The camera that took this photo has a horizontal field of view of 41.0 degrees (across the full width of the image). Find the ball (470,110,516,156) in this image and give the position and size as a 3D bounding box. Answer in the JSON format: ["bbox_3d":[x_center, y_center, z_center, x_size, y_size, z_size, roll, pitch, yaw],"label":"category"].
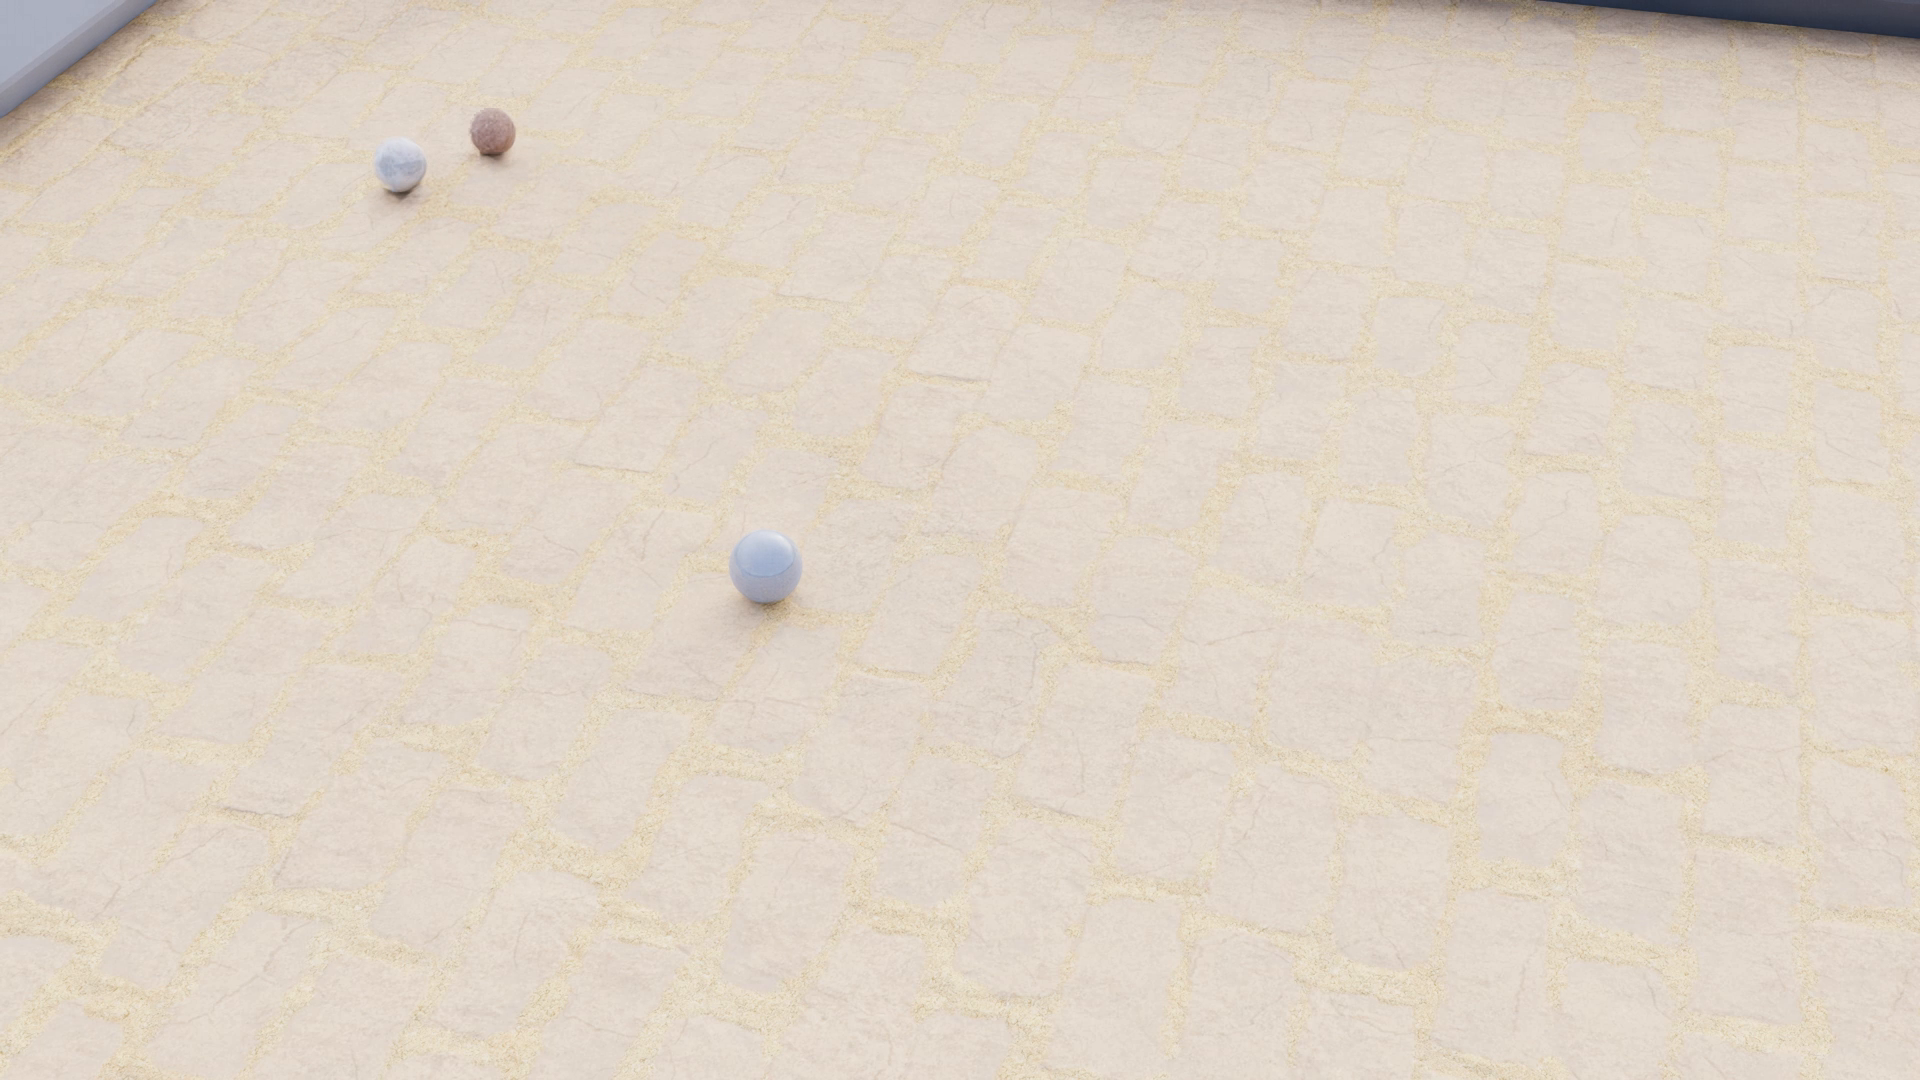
[{"bbox_3d":[-0.441,-0.385,2.425,0.043,0.043,0.043,0,35,0],"label":"ball"}]

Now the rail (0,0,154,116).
[{"bbox_3d":[-1.042,-0.183,2.066,0.045,0.114,2.366,9,35,12],"label":"rail"}]

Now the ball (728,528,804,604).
[{"bbox_3d":[-0.139,0.018,1.829,0.053,0.053,0.053,0,35,0],"label":"ball"}]

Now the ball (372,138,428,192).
[{"bbox_3d":[-0.515,-0.345,2.360,0.049,0.049,0.049,0,35,0],"label":"ball"}]

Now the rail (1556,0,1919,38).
[{"bbox_3d":[1.365,-0.498,2.524,4.411,0.114,0.045,9,35,12],"label":"rail"}]
